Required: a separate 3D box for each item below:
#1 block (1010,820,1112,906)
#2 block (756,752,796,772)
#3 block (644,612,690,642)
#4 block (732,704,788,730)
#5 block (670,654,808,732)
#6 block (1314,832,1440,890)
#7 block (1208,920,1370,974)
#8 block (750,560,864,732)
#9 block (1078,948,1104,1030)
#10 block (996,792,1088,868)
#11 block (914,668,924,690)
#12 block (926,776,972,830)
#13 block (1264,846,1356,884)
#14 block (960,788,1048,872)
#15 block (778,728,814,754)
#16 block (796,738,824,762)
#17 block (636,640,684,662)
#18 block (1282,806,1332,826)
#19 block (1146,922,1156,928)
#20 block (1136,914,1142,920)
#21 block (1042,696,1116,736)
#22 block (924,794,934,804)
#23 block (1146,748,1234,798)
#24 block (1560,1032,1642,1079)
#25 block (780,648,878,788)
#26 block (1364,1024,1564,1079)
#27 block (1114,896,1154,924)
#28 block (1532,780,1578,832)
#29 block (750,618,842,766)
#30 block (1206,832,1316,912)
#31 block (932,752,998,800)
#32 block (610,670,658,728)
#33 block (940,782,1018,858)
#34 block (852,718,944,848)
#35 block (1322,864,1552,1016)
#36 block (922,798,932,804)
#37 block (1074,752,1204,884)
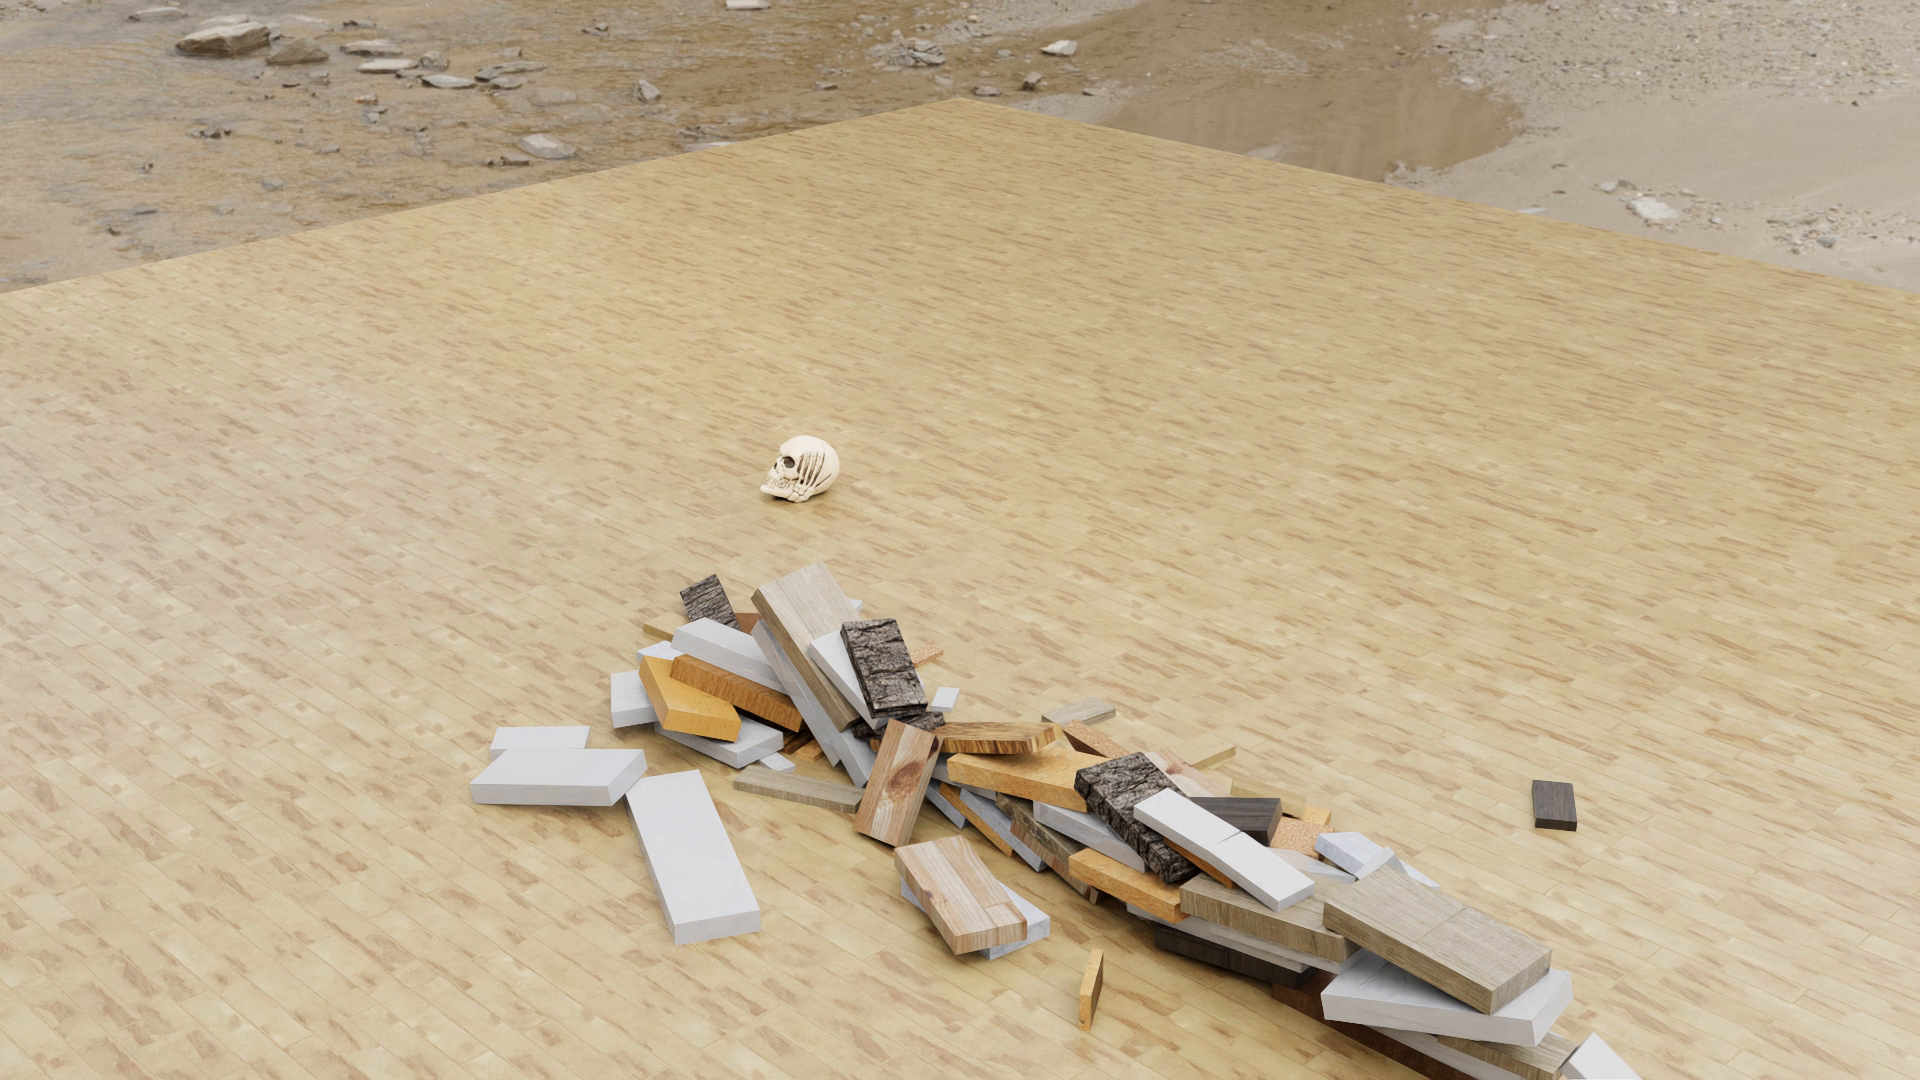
[{"bbox_3d":[0.220,0.596,4.230,0.118,0.033,0.236,-22,47,-39],"label":"block"},{"bbox_3d":[-0.393,0.469,4.638,0.047,0.013,0.095,-16,28,-33],"label":"block"},{"bbox_3d":[-0.663,0.217,5.220,0.167,0.024,0.084,18,29,36],"label":"block"},{"bbox_3d":[-0.435,0.386,4.784,0.116,0.016,0.058,11,-19,24],"label":"block"},{"bbox_3d":[-0.452,0.322,4.773,0.320,0.045,0.160,22,13,17],"label":"block"},{"bbox_3d":[0.795,0.624,4.197,0.112,0.032,0.223,3,19,-39],"label":"block"},{"bbox_3d":[0.579,0.670,3.808,0.269,0.038,0.135,11,26,41],"label":"block"},{"bbox_3d":[-0.271,0.221,4.615,0.174,0.049,0.347,-24,71,-37],"label":"block"},{"bbox_3d":[0.228,0.782,3.827,0.020,0.072,0.143,5,23,11],"label":"block"},{"bbox_3d":[0.192,0.545,4.235,0.118,0.033,0.236,-21,47,-39],"label":"block"},{"bbox_3d":[-0.248,0.275,4.844,0.319,0.045,0.160,16,13,-18],"label":"block"},{"bbox_3d":[-0.030,0.487,4.467,0.108,0.030,0.215,-24,54,-41],"label":"block"},{"bbox_3d":[0.614,0.614,4.096,0.139,0.039,0.277,20,2,36],"label":"block"},{"bbox_3d":[0.121,0.547,4.327,0.118,0.033,0.236,-19,46,-38],"label":"block"},{"bbox_3d":[-0.354,0.431,4.727,0.047,0.013,0.095,14,27,31],"label":"block"},{"bbox_3d":[-0.305,0.445,4.695,0.047,0.013,0.095,14,27,30],"label":"block"},{"bbox_3d":[-0.661,0.280,5.070,0.084,0.024,0.167,-21,31,-40],"label":"block"},{"bbox_3d":[0.667,0.555,4.426,0.144,0.020,0.072,10,25,21],"label":"block"},{"bbox_3d":[0.420,0.712,4.056,0.072,0.020,0.143,-21,31,-40],"label":"block"},{"bbox_3d":[0.320,0.649,4.141,0.072,0.020,0.143,-21,51,-39],"label":"block"},{"bbox_3d":[0.260,0.386,4.825,0.150,0.021,0.075,-17,28,-34],"label":"block"},{"bbox_3d":[-0.032,0.523,4.482,0.104,0.015,0.052,32,38,33],"label":"block"},{"bbox_3d":[0.436,0.500,4.451,0.121,0.034,0.242,-12,26,-27],"label":"block"},{"bbox_3d":[1.056,0.888,3.504,0.198,0.028,0.099,46,41,16],"label":"block"},{"bbox_3d":[-0.217,0.342,4.625,0.174,0.049,0.347,-18,68,-35],"label":"block"},{"bbox_3d":[0.840,0.820,3.671,0.290,0.041,0.145,20,30,39],"label":"block"},{"bbox_3d":[0.326,0.652,4.096,0.143,0.020,0.072,35,41,30],"label":"block"},{"bbox_3d":[1.206,0.538,4.463,0.080,0.023,0.159,4,23,10],"label":"block"},{"bbox_3d":[-0.282,0.299,4.686,0.174,0.049,0.347,-21,70,-37],"label":"block"},{"bbox_3d":[0.518,0.573,3.805,0.088,0.025,0.176,-19,36,-33],"label":"block"},{"bbox_3d":[0.033,0.458,4.373,0.108,0.030,0.215,-21,24,-40],"label":"block"},{"bbox_3d":[-0.703,0.344,4.848,0.127,0.036,0.255,-9,17,-7],"label":"block"},{"bbox_3d":[0.070,0.538,4.380,0.108,0.030,0.215,-20,46,-39],"label":"block"},{"bbox_3d":[-0.123,0.481,4.353,0.116,0.231,0.033,17,-4,34],"label":"block"},{"bbox_3d":[0.777,0.648,3.594,0.166,0.047,0.331,-21,33,-38],"label":"block"},{"bbox_3d":[-0.085,0.513,4.533,0.104,0.015,0.052,21,31,40],"label":"block"},{"bbox_3d":[0.356,0.507,4.035,0.149,0.042,0.299,-13,37,-30],"label":"block"}]
